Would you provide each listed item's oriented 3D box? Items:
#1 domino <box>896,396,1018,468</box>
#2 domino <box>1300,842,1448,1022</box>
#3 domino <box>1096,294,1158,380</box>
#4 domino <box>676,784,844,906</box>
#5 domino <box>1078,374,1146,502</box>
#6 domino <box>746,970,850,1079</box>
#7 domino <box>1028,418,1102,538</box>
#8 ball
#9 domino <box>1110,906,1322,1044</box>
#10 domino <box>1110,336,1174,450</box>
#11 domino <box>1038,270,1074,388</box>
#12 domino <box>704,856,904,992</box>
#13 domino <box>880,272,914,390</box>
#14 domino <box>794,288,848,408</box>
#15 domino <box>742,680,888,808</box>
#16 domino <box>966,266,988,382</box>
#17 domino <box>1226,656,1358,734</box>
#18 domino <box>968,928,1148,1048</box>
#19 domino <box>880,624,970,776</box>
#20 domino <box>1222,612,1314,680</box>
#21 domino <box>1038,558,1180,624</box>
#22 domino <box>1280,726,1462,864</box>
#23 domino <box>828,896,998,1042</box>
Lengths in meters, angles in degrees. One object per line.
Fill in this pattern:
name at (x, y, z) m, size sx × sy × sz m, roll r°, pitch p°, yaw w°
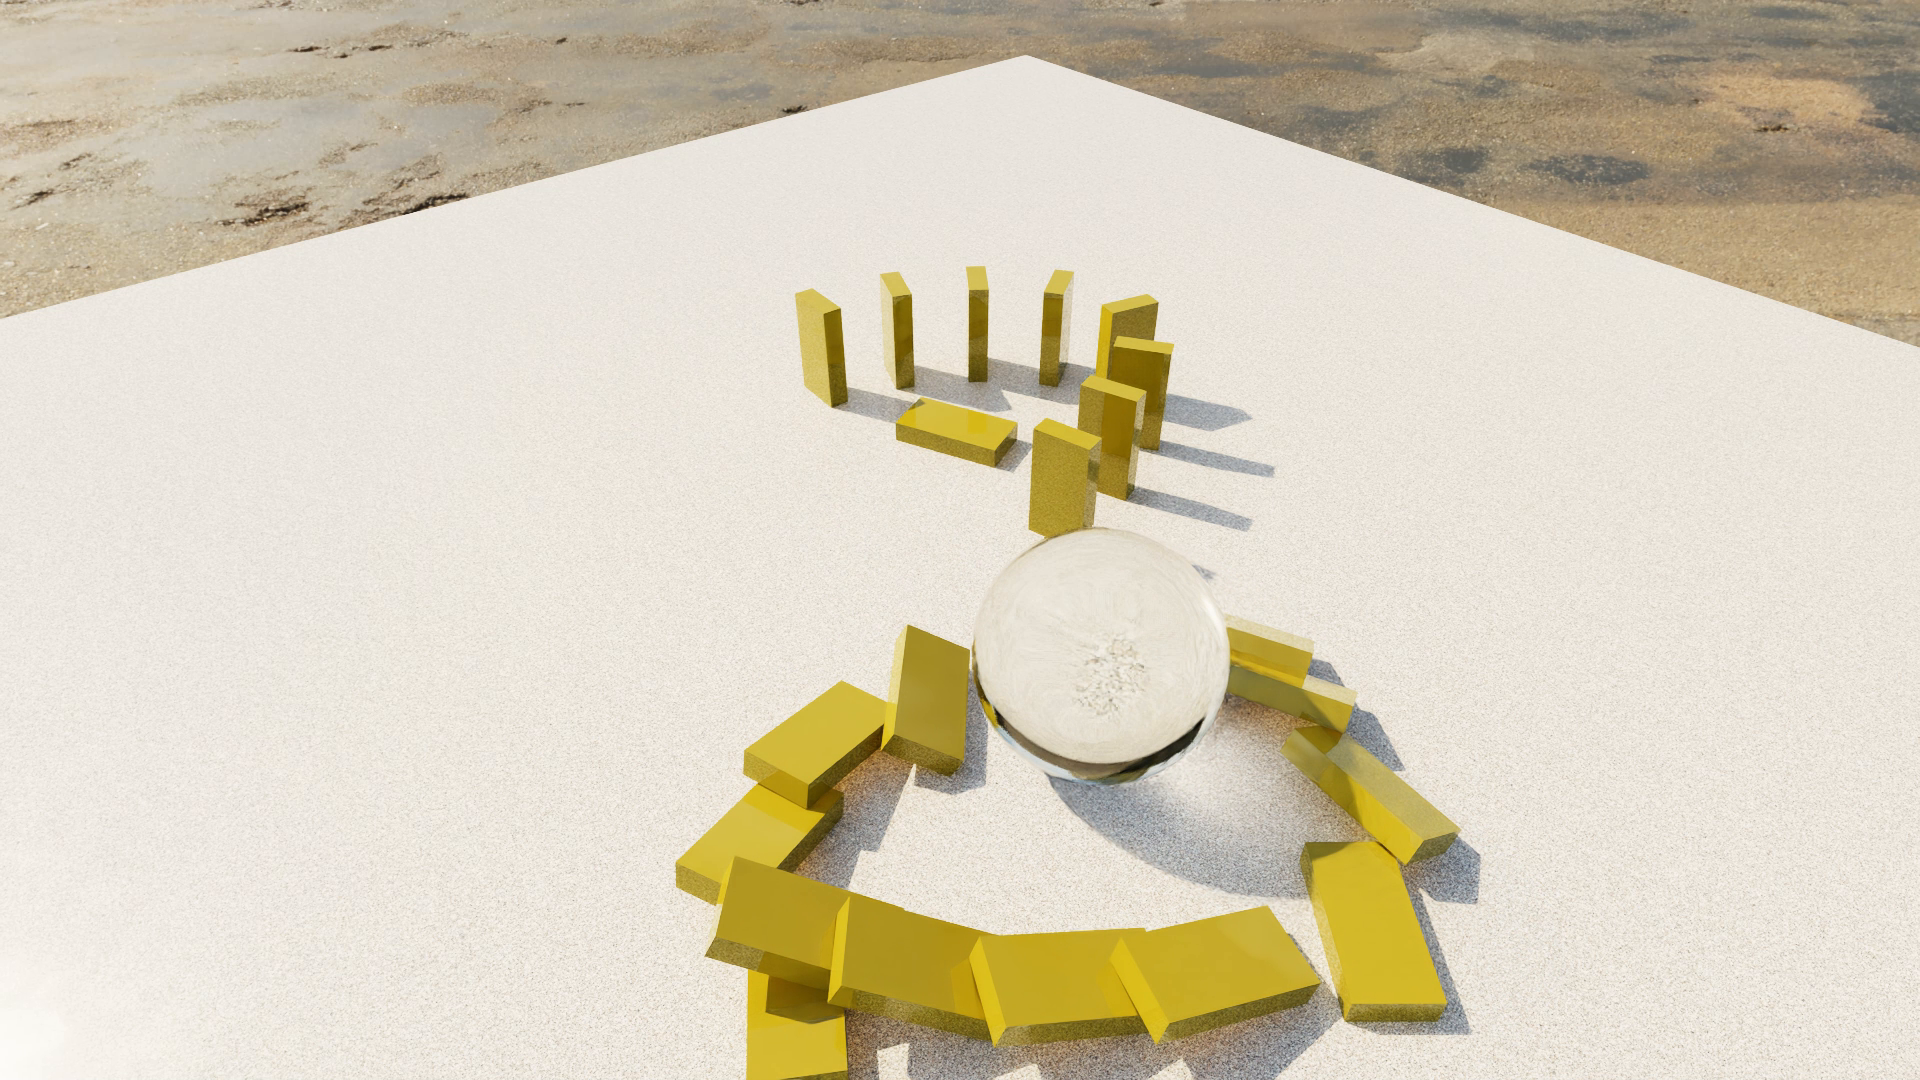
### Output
domino at (-0.002, -0.050, 0.504) m, size 0.050 × 0.010 × 0.025 m, roll 17°, pitch 42°, yaw 20°
domino at (0.115, 0.109, 0.310) m, size 0.025 × 0.009 × 0.050 m, roll 0°, pitch 39°, yaw 0°
domino at (0.078, -0.089, 0.520) m, size 0.025 × 0.050 × 0.010 m, roll -17°, pitch 42°, yaw -20°
domino at (-0.058, 0.089, 0.327) m, size 0.025 × 0.009 × 0.050 m, roll 17°, pitch 29°, yaw 20°
domino at (0.062, -0.043, 0.463) m, size 0.025 × 0.050 × 0.010 m, roll 21°, pitch 44°, yaw 23°
domino at (-0.044, 0.121, 0.295) m, size 0.025 × 0.009 × 0.050 m, roll -5°, pitch 40°, yaw -6°
domino at (0.041, -0.022, 0.438) m, size 0.025 × 0.050 × 0.010 m, roll 24°, pitch 45°, yaw 27°
ball at (0.044, 0.036, 0.344) m, size 0.080 × 0.080 × 0.080 m, roll 0°, pitch 39°, yaw 0°
domino at (0.068, 0.115, 0.293) m, size 0.050 × 0.009 × 0.025 m, roll -1°, pitch 37°, yaw -27°
domino at (0.080, -0.065, 0.491) m, size 0.025 × 0.050 × 0.010 m, roll 11°, pitch 41°, yaw 13°
domino at (0.047, -0.103, 0.537) m, size 0.009 × 0.050 × 0.025 m, roll 10°, pitch 40°, yaw 12°
domino at (-0.040, 0.105, 0.294) m, size 0.050 × 0.009 × 0.025 m, roll 22°, pitch 33°, yaw -13°
domino at (-0.030, -0.102, 0.536) m, size 0.009 × 0.050 × 0.025 m, roll -11°, pitch 41°, yaw -13°
domino at (-0.066, -0.091, 0.522) m, size 0.010 × 0.050 × 0.025 m, roll -26°, pitch 46°, yaw -28°
domino at (-0.044, 0.065, 0.355) m, size 0.025 × 0.009 × 0.050 m, roll 22°, pitch 30°, yaw 24°
domino at (0.008, -0.106, 0.541) m, size 0.009 × 0.050 × 0.025 m, roll -2°, pitch 39°, yaw -2°
domino at (0.108, 0.050, 0.373) m, size 0.050 × 0.009 × 0.025 m, roll 18°, pitch 10°, yaw 21°
domino at (0.030, 0.117, 0.289) m, size 0.050 × 0.009 × 0.025 m, roll 5°, pitch 36°, yaw -22°
domino at (-0.011, 0.053, 0.370) m, size 0.025 × 0.010 × 0.050 m, roll 24°, pitch 37°, yaw -15°
domino at (0.099, 0.035, 0.390) m, size 0.050 × 0.009 × 0.025 m, roll 17°, pitch 10°, yaw 16°
domino at (0.056, 0.019, 0.420) m, size 0.050 × 0.009 × 0.025 m, roll -2°, pitch 39°, yaw -2°
domino at (0.126, 0.077, 0.341) m, size 0.025 × 0.009 × 0.050 m, roll 4°, pitch 30°, yaw -42°
domino at (-0.008, 0.113, 0.289) m, size 0.050 × 0.010 × 0.025 m, roll 20°, pitch 37°, yaw -15°
